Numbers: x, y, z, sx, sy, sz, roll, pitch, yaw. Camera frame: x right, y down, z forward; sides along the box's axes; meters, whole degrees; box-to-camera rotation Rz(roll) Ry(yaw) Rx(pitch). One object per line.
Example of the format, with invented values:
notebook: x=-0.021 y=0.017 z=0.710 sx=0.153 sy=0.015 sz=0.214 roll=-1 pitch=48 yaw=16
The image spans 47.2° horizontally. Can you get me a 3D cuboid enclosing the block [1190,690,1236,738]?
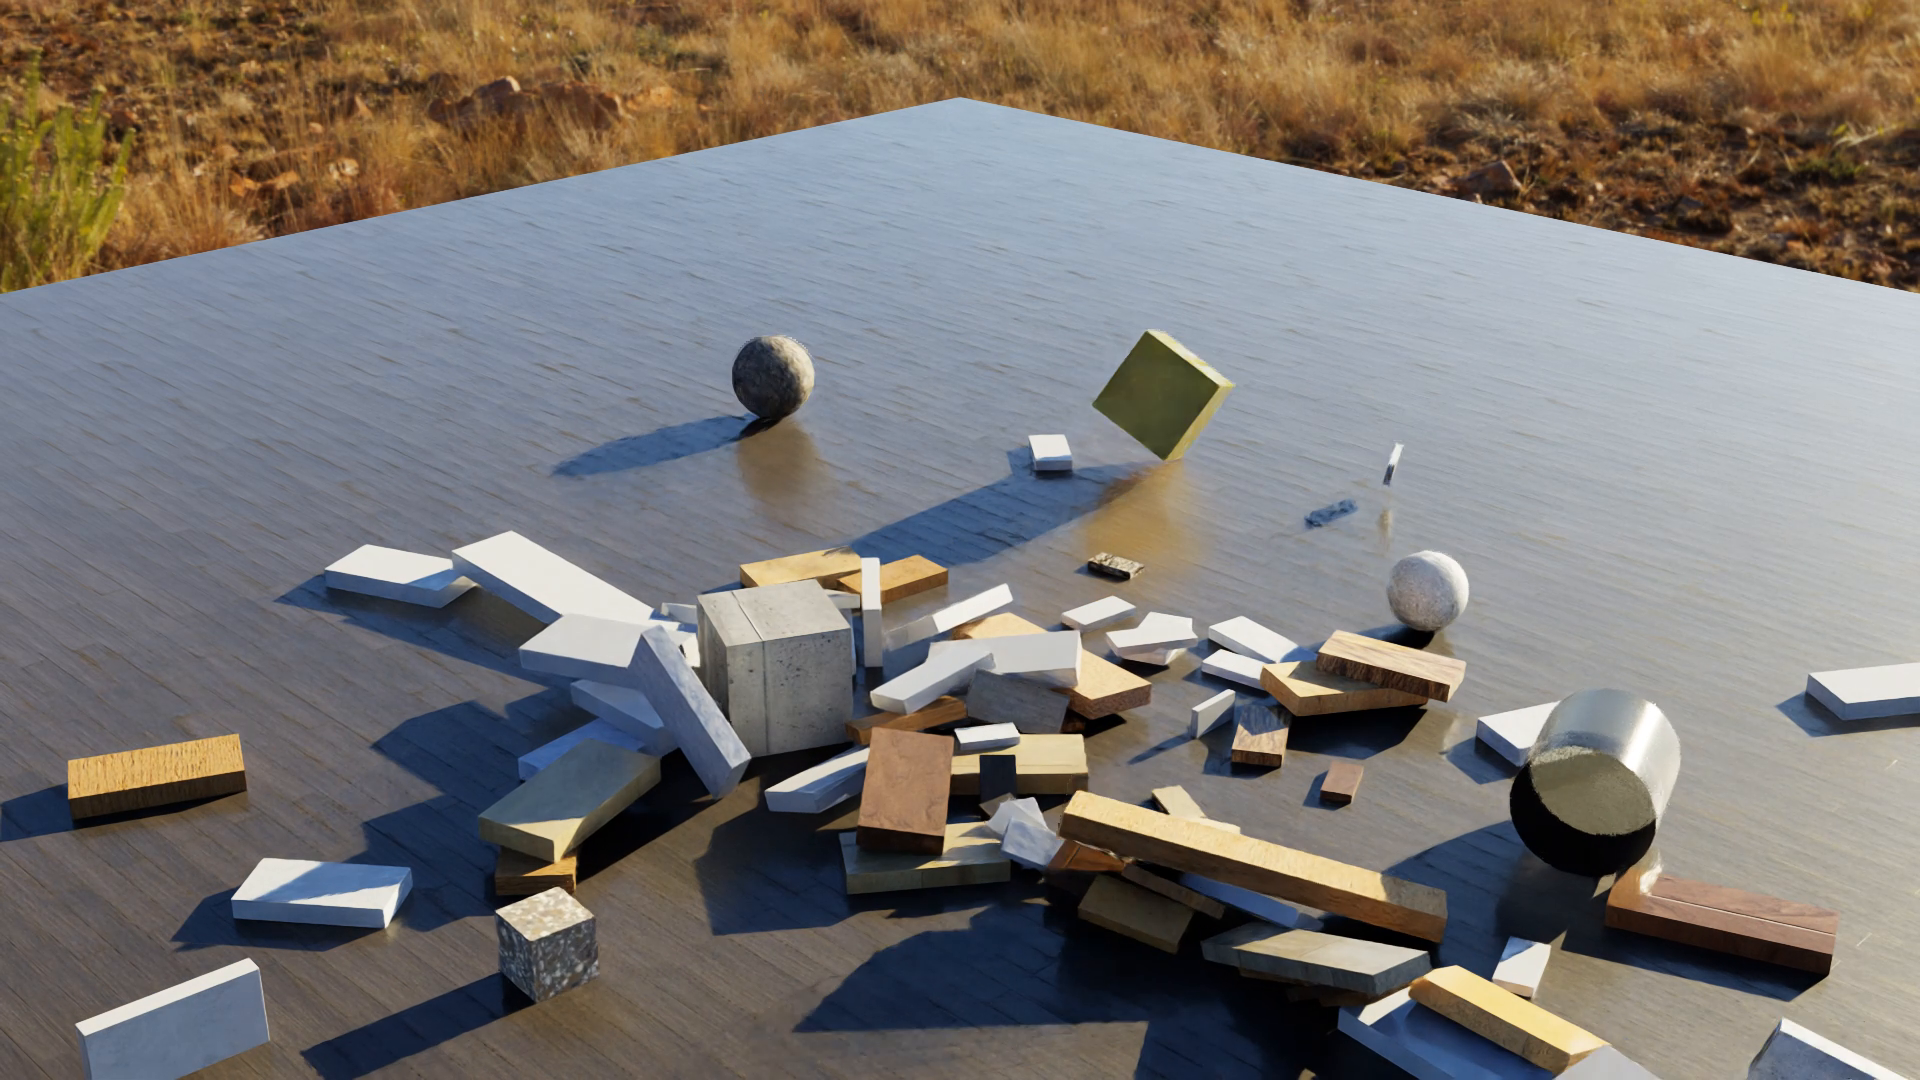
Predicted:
block: x=0.551 y=0.378 z=4.788 sx=0.018 sy=0.065 sz=0.130 roll=20 pitch=30 yaw=39

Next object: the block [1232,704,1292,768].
block: x=0.651 y=0.420 z=4.733 sx=0.106 sy=0.030 sz=0.212 roll=6 pitch=24 yaw=13

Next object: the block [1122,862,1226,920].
block: x=0.394 y=0.647 z=4.065 sx=0.195 sy=0.028 sz=0.098 roll=23 pitch=-5 yaw=7

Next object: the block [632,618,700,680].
block: x=-0.588 y=0.260 z=4.999 sx=0.334 sy=0.047 sz=0.167 roll=7 pitch=31 yaw=-5

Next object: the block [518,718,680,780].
block: x=-0.750 y=0.444 z=4.653 sx=0.167 sy=0.047 sz=0.334 roll=17 pitch=28 yaw=34

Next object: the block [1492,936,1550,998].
block: x=1.005 y=0.763 z=3.936 sx=0.073 sy=0.021 sz=0.147 roll=10 pitch=25 yaw=23

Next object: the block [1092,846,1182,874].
block: x=0.359 y=0.604 z=4.230 sx=0.212 sy=0.030 sz=0.106 roll=-6 pitch=18 yaw=17

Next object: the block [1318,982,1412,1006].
block: x=0.692 y=0.772 z=3.777 sx=0.087 sy=0.025 sz=0.174 roll=-19 pitch=-6 yaw=-22

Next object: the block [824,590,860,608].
block: x=-0.328 y=0.143 z=5.289 sx=0.104 sy=0.030 sz=0.209 roll=-3 pitch=4 yaw=-25

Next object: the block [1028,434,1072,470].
block: x=0.260 y=-0.251 z=6.316 sx=0.104 sy=0.030 sz=0.209 roll=-2 pitch=23 yaw=-4

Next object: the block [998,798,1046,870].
block: x=0.133 y=0.574 z=4.305 sx=0.075 sy=0.021 sz=0.149 roll=-7 pitch=48 yaw=-19

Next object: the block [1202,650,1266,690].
block: x=0.646 y=0.297 z=5.032 sx=0.166 sy=0.023 sz=0.083 roll=17 pitch=28 yaw=34

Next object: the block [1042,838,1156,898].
block: x=0.266 y=0.640 z=4.149 sx=0.195 sy=0.028 sz=0.098 roll=20 pitch=43 yaw=21

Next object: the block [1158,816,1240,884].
block: x=0.461 y=0.609 z=4.285 sx=0.106 sy=0.030 sz=0.212 roll=10 pitch=25 yaw=23

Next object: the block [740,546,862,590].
block: x=-0.388 y=0.084 z=5.509 sx=0.293 sy=0.042 sz=0.147 roll=-10 pitch=25 yaw=-23

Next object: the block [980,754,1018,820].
block: x=0.078 y=0.503 z=4.472 sx=0.075 sy=0.021 sz=0.149 roll=0 pitch=47 yaw=-1

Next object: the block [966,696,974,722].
block: x=-0.009 y=0.365 z=4.876 sx=0.067 sy=0.019 sz=0.134 roll=-2 pitch=23 yaw=-5

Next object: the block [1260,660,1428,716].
block: x=0.858 y=0.321 z=4.903 sx=0.336 sy=0.048 sz=0.168 roll=-4 pitch=23 yaw=-22

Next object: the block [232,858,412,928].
block: x=-1.199 y=0.664 z=4.142 sx=0.293 sy=0.042 sz=0.147 roll=3 pitch=23 yaw=6

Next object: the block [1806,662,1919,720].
block: x=2.070 y=0.337 z=4.913 sx=0.300 sy=0.042 sz=0.150 roll=-5 pitch=23 yaw=-11

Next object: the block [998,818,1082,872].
block: x=0.157 y=0.595 z=4.225 sx=0.152 sy=0.022 sz=0.076 roll=21 pitch=52 yaw=-1

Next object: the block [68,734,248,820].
block: x=-1.661 y=0.487 z=4.550 sx=0.339 sy=0.048 sz=0.170 roll=-8 pitch=24 yaw=-19

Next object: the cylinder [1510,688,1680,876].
cylinder: x=1.245 y=0.470 z=4.302 sx=0.275 sy=0.275 sz=0.275 roll=11 pitch=25 yaw=24

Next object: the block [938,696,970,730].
block: x=-0.017 y=0.369 z=4.810 sx=0.067 sy=0.019 sz=0.134 roll=-8 pitch=23 yaw=1

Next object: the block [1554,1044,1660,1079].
block: x=0.983 y=0.895 z=3.469 sx=0.244 sy=0.035 sz=0.122 roll=-24 pitch=32 yaw=-27

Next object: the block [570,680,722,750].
block: x=-0.677 y=0.352 z=4.737 sx=0.167 sy=0.047 sz=0.334 roll=-20 pitch=26 yaw=-37

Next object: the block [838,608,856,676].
block: x=-0.323 y=0.235 z=5.154 sx=0.147 sy=0.042 sz=0.293 roll=-2 pitch=23 yaw=-4

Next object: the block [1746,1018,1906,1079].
block: x=1.388 y=0.862 z=3.486 sx=0.236 sy=0.118 sz=0.033 roll=26 pitch=35 yaw=12

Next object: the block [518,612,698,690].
block: x=-0.779 y=0.246 z=4.871 sx=0.359 sy=0.051 sz=0.180 roll=8 pitch=28 yaw=29

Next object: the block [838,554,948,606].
block: x=-0.167 y=0.103 z=5.473 sx=0.251 sy=0.036 sz=0.126 roll=-17 pitch=28 yaw=-35

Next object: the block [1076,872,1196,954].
block: x=0.325 y=0.687 z=4.046 sx=0.195 sy=0.028 sz=0.098 roll=18 pitch=40 yaw=19

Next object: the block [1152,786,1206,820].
block: x=0.442 y=0.541 z=4.462 sx=0.064 sy=0.018 sz=0.129 roll=-7 pitch=24 yaw=-16

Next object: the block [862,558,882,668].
block: x=-0.207 y=0.168 z=5.176 sx=0.042 sy=0.147 sz=0.293 roll=-2 pitch=23 yaw=-2

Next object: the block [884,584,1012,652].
block: x=-0.026 y=0.180 z=5.127 sx=0.154 sy=0.044 sz=0.309 roll=-22 pitch=-1 yaw=37

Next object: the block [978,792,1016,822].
block: x=0.109 y=0.564 z=4.363 sx=0.075 sy=0.021 sz=0.149 roll=-19 pitch=40 yaw=-28

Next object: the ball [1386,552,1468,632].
ball: x=1.111 y=0.122 z=5.227 sx=0.192 sy=0.192 sz=0.192 roll=0 pitch=23 yaw=0

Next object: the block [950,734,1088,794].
block: x=0.091 y=0.468 z=4.595 sx=0.338 sy=0.048 sz=0.169 roll=0 pitch=23 yaw=-1

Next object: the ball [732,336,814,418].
ball: x=-0.561 y=-0.488 z=6.595 sx=0.247 sy=0.247 sz=0.247 roll=0 pitch=23 yaw=0
